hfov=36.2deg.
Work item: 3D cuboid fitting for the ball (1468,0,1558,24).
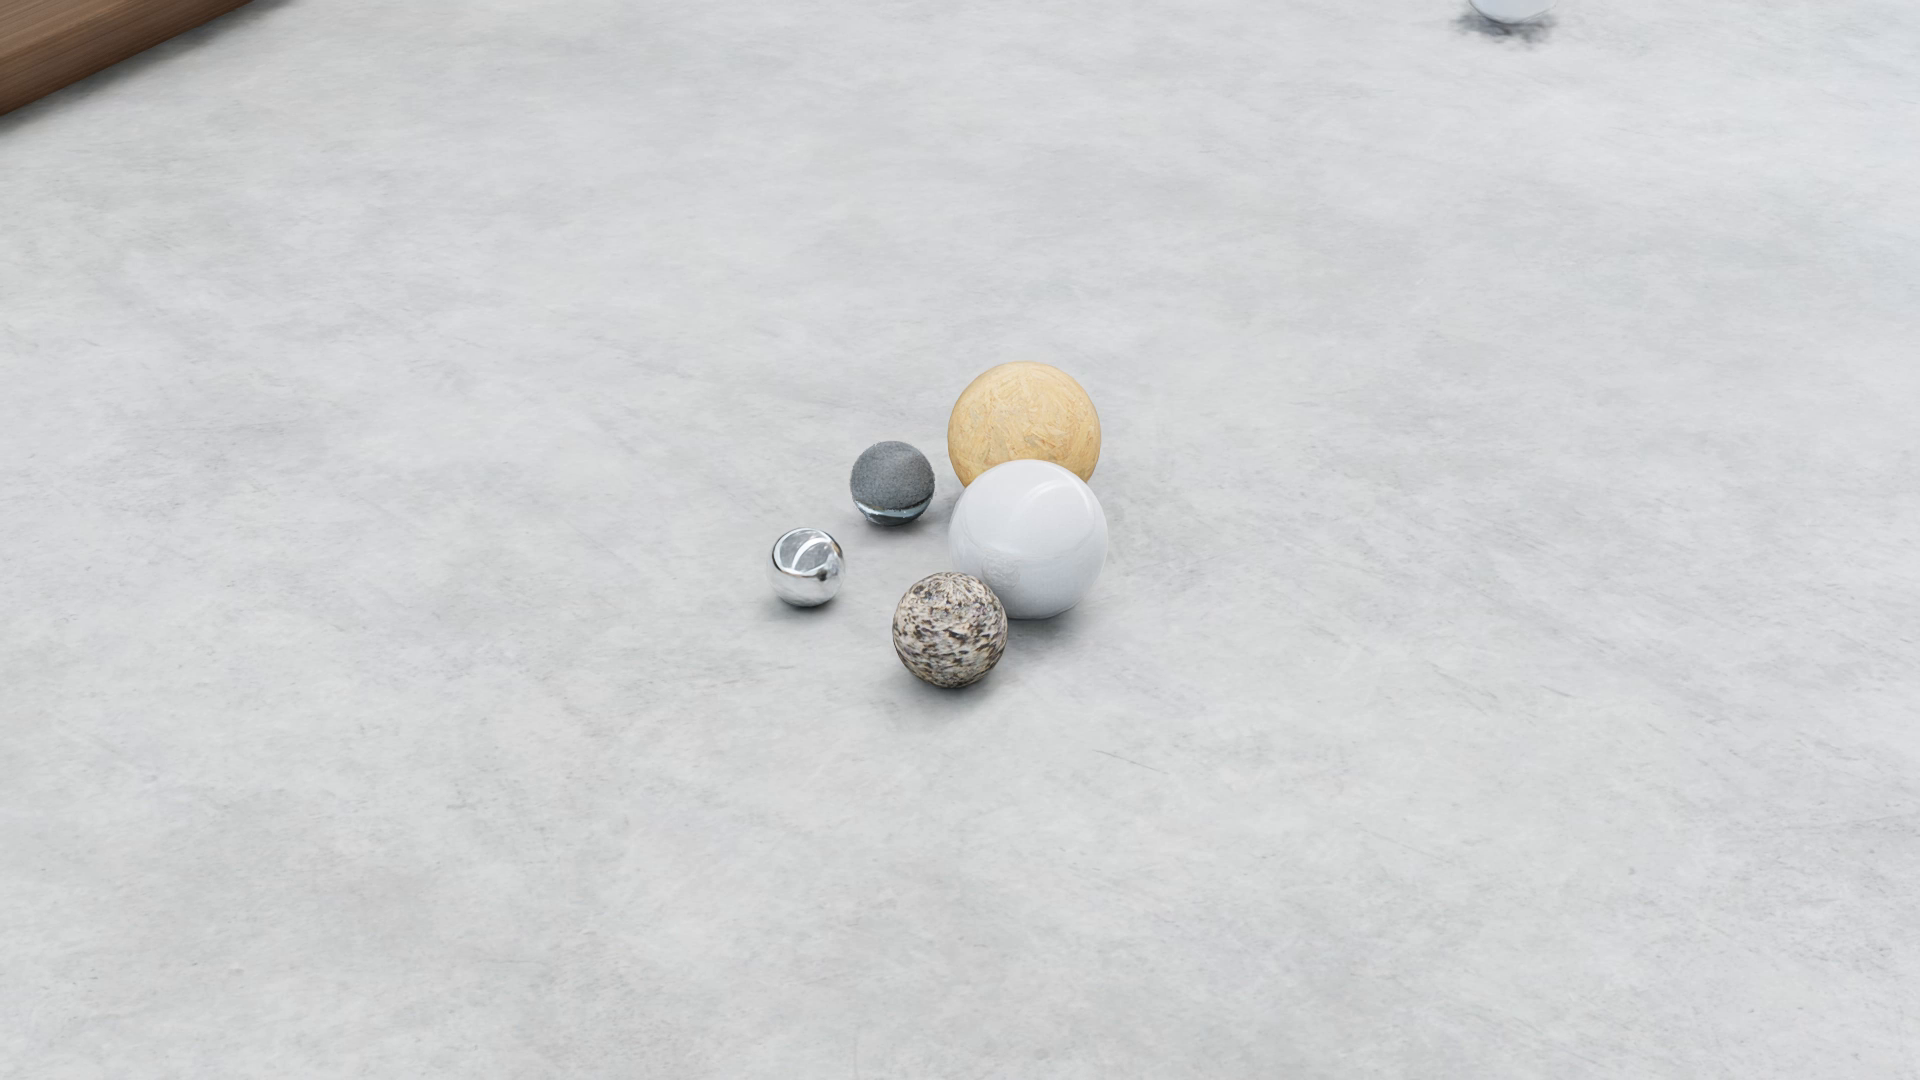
[{"bbox_3d":[0.472,-0.488,2.510,0.094,0.094,0.094,0,29,0],"label":"ball"}]

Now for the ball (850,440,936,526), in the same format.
[{"bbox_3d":[-0.040,-0.033,1.727,0.050,0.050,0.050,0,29,0],"label":"ball"}]

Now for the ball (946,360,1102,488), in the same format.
[{"bbox_3d":[0.038,-0.060,1.733,0.091,0.091,0.091,0,29,0],"label":"ball"}]

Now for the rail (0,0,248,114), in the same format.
[{"bbox_3d":[-0.446,-0.675,2.818,0.045,0.122,4.060,13,31,23],"label":"rail"}]

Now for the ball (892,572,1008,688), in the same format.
[{"bbox_3d":[-0.005,0.048,1.568,0.062,0.062,0.062,0,29,0],"label":"ball"}]

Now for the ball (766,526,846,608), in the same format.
[{"bbox_3d":[-0.086,0.015,1.645,0.045,0.045,0.045,0,29,0],"label":"ball"}]

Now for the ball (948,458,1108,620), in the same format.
[{"bbox_3d":[0.038,0.000,1.627,0.089,0.089,0.089,0,29,0],"label":"ball"}]
